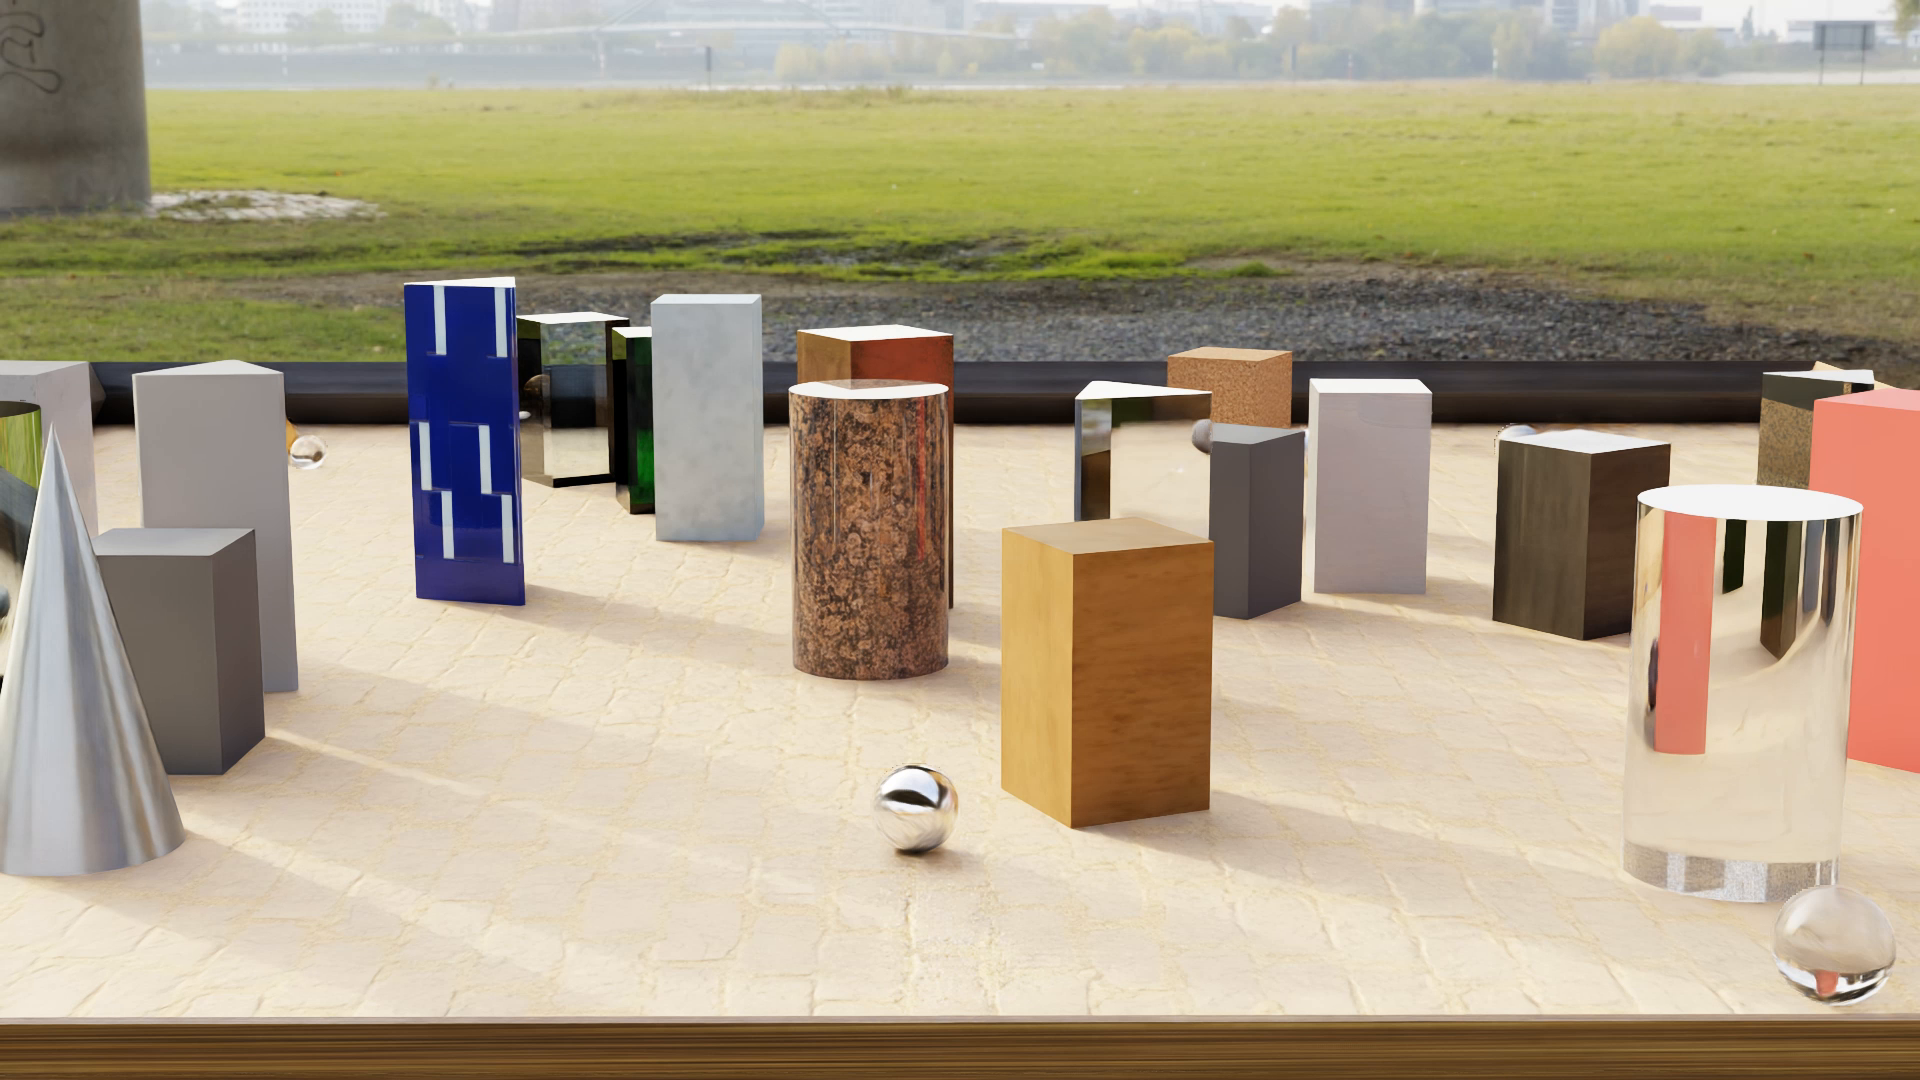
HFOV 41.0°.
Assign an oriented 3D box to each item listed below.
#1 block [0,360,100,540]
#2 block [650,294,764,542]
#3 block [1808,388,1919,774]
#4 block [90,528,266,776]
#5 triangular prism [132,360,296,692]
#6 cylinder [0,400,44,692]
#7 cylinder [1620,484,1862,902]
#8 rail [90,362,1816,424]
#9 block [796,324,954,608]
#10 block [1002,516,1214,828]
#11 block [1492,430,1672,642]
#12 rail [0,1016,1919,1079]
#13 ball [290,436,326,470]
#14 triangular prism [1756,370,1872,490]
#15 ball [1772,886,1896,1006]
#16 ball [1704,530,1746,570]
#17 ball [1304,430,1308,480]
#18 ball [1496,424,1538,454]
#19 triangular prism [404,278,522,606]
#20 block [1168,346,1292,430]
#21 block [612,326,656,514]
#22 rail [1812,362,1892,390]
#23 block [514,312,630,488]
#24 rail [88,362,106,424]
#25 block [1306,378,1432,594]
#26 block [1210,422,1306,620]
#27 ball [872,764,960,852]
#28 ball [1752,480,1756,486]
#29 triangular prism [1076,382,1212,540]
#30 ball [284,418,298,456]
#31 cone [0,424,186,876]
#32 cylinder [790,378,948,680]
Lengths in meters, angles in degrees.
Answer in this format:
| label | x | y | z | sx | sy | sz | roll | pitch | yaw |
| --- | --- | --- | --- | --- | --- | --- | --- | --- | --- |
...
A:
| label | x | y | z | sx | sy | sz | roll | pitch | yaw |
| --- | --- | --- | --- | --- | --- | --- | --- | --- | --- |
| block | -1.255 | -0.064 | 3.407 | 0.154 | 0.332 | 0.154 | 1 | 11 | 6 |
| block | -0.392 | -0.193 | 4.006 | 0.154 | 0.367 | 0.154 | 0 | 11 | 1 |
| block | 1.009 | 0.039 | 2.730 | 0.154 | 0.377 | 0.154 | -9 | 14 | -41 |
| block | -0.840 | 0.115 | 2.716 | 0.154 | 0.232 | 0.154 | 0 | 11 | 1 |
| triangular prism | -0.869 | -0.019 | 3.049 | 0.167 | 0.375 | 0.145 | -1 | 11 | -4 |
| cylinder | -1.172 | 0.011 | 3.017 | 0.193 | 0.328 | 0.193 | 0 | 11 | 0 |
| cylinder | 0.704 | 0.133 | 2.320 | 0.193 | 0.341 | 0.193 | 0 | 11 | 0 |
| rail | -0.010 | -0.298 | 5.226 | 3.530 | 0.125 | 0.045 | 0 | 11 | 0 |
| block | -0.114 | -0.095 | 3.467 | 0.154 | 0.371 | 0.154 | -6 | 12 | -30 |
| block | 0.144 | 0.127 | 2.549 | 0.154 | 0.269 | 0.154 | -5 | 12 | -24 |
| block | 0.813 | -0.009 | 3.360 | 0.154 | 0.242 | 0.154 | -8 | 13 | -35 |
| rail | 0.010 | 0.363 | 1.672 | 3.530 | 0.125 | 0.045 | 0 | 11 | 0 |
| ball | -1.181 | -0.158 | 4.651 | 0.063 | 0.063 | 0.063 | 0 | 11 | 0 |
| triangular prism | 1.246 | -0.089 | 3.646 | 0.145 | 0.294 | 0.167 | -9 | 14 | -41 |
| ball | 0.684 | 0.318 | 2.007 | 0.093 | 0.093 | 0.093 | 0 | 11 | 0 |
| ball | 1.111 | 0.015 | 3.726 | 0.059 | 0.059 | 0.059 | 0 | 11 | 0 |
| ball | 0.606 | -0.151 | 4.545 | 0.088 | 0.088 | 0.088 | 0 | 11 | 0 |
| ball | 1.013 | -0.167 | 4.645 | 0.082 | 0.082 | 0.082 | 0 | 11 | 0 |
| triangular prism | -0.649 | -0.141 | 3.545 | 0.167 | 0.433 | 0.145 | 4 | 11 | 19 |
| block | 0.436 | -0.170 | 4.159 | 0.154 | 0.265 | 0.154 | 5 | 12 | 27 |
| block | -0.486 | -0.202 | 4.259 | 0.154 | 0.291 | 0.154 | -3 | 11 | -16 |
| rail | 1.741 | 0.030 | 3.459 | 0.045 | 0.125 | 3.663 | 0 | 11 | 0 |
| block | -0.685 | -0.250 | 4.533 | 0.154 | 0.286 | 0.154 | -7 | 13 | -33 |
| rail | -1.741 | 0.034 | 3.439 | 0.045 | 0.125 | 3.663 | 0 | 11 | 0 |
| block | 0.574 | -0.078 | 3.621 | 0.154 | 0.281 | 0.154 | 1 | 11 | 3 |
| block | 0.361 | -0.029 | 3.484 | 0.154 | 0.235 | 0.154 | 7 | 13 | 34 |
| ball | -0.041 | 0.251 | 2.397 | 0.082 | 0.082 | 0.082 | 0 | 11 | 0 |
| ball | 1.339 | -0.080 | 4.251 | 0.055 | 0.055 | 0.055 | 0 | 11 | 0 |
| triangular prism | 0.186 | -0.002 | 3.014 | 0.167 | 0.354 | 0.145 | -4 | 11 | -20 |
| ball | -1.275 | -0.191 | 4.775 | 0.081 | 0.081 | 0.081 | 0 | 11 | 0 |
| cone | -0.832 | 0.089 | 2.387 | 0.193 | 0.404 | 0.193 | 0 | 11 | 0 |
| cylinder | -0.110 | -0.016 | 3.130 | 0.193 | 0.339 | 0.193 | 0 | 11 | 0 |
